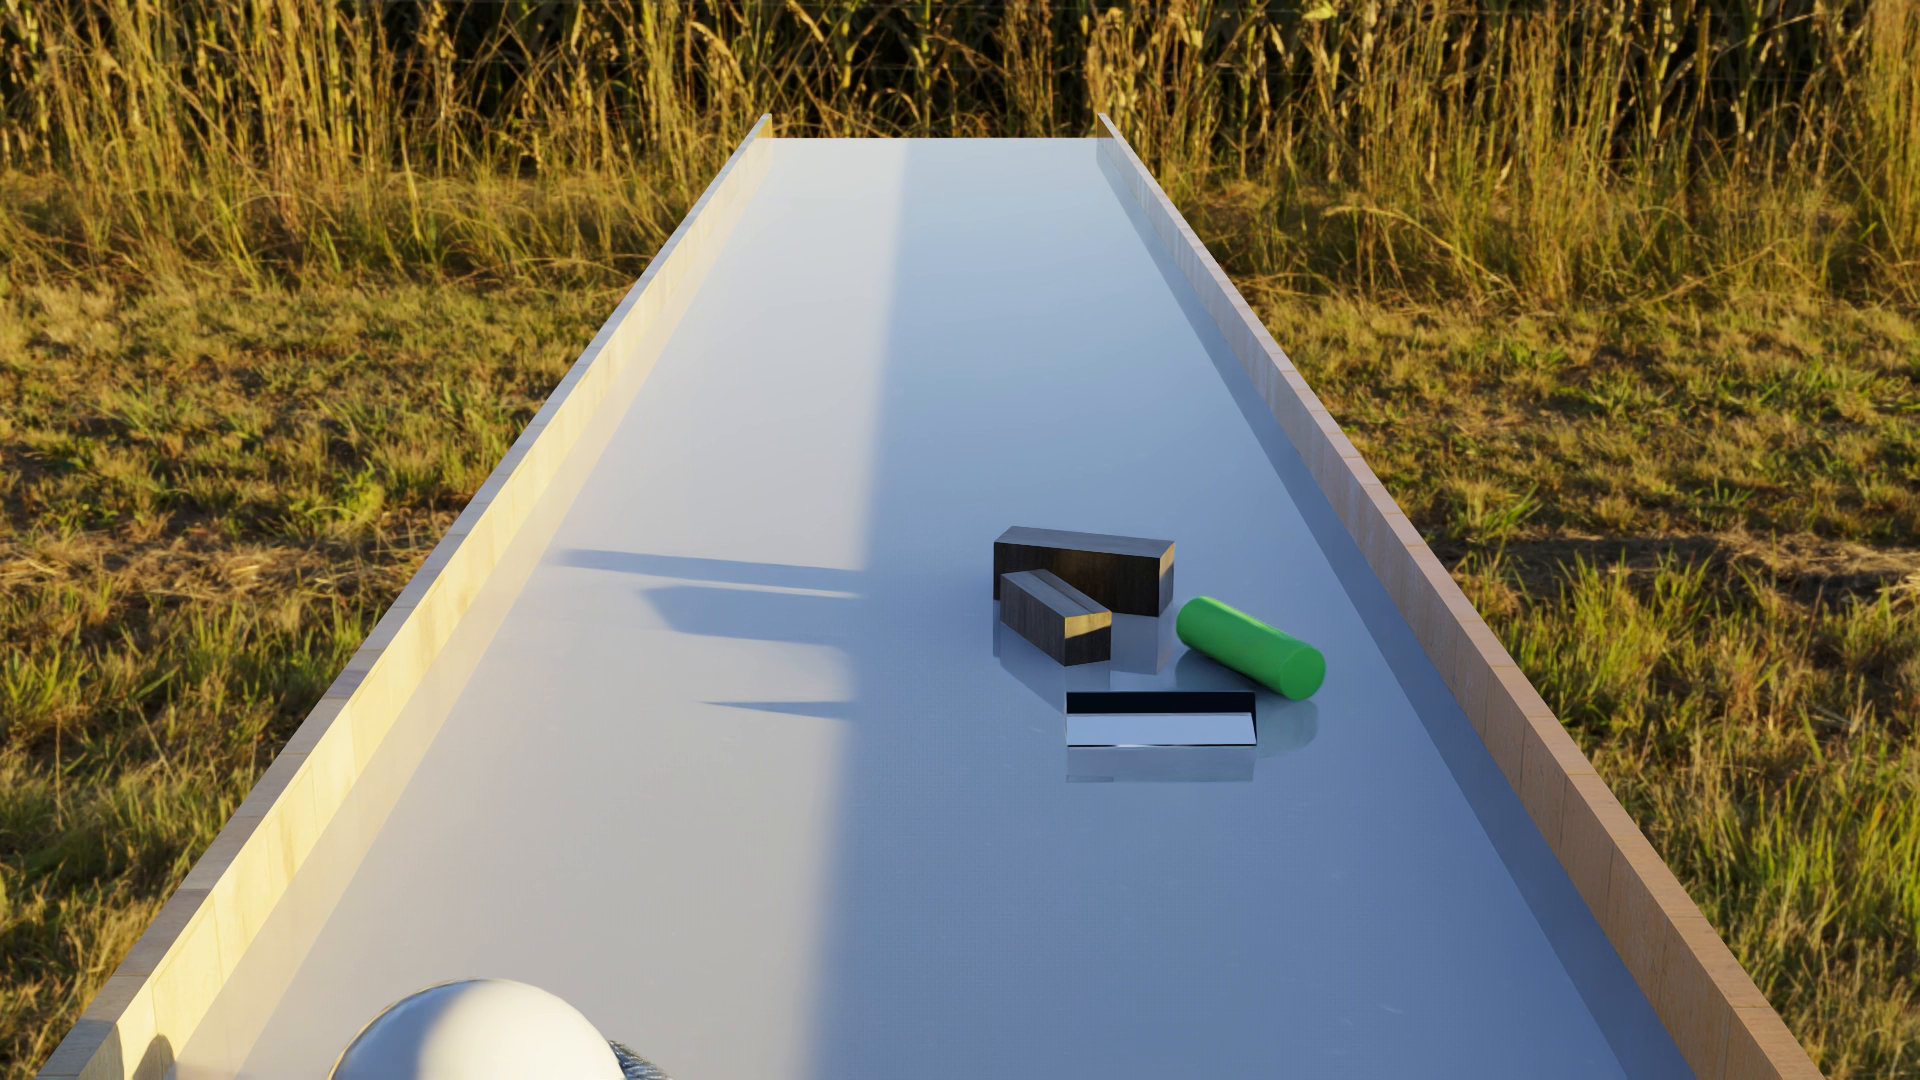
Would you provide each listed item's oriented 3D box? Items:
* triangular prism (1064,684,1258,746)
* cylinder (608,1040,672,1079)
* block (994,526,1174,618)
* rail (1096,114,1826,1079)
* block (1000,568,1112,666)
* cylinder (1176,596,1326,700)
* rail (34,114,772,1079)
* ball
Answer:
[{"bbox_3d":[0.363,0.317,4.002,0.343,0.086,0.100,-6,29,-1],"label":"triangular prism"},{"bbox_3d":[-0.311,0.727,2.529,0.145,0.145,0.429,-13,21,-38],"label":"cylinder"},{"bbox_3d":[0.268,0.066,4.772,0.369,0.132,0.132,6,17,18],"label":"block"},{"bbox_3d":[0.932,-0.844,7.801,0.050,0.150,12.000,0,17,-1],"label":"rail"},{"bbox_3d":[0.194,0.156,4.521,0.103,0.103,0.313,-7,18,-22],"label":"block"},{"bbox_3d":[0.568,0.211,4.330,0.107,0.107,0.354,-9,19,-27],"label":"cylinder"},{"bbox_3d":[-1.118,-0.838,7.780,0.050,0.150,12.000,0,17,-1],"label":"rail"},{"bbox_3d":[-0.532,0.656,2.408,0.349,0.349,0.349,0,17,0],"label":"ball"}]
